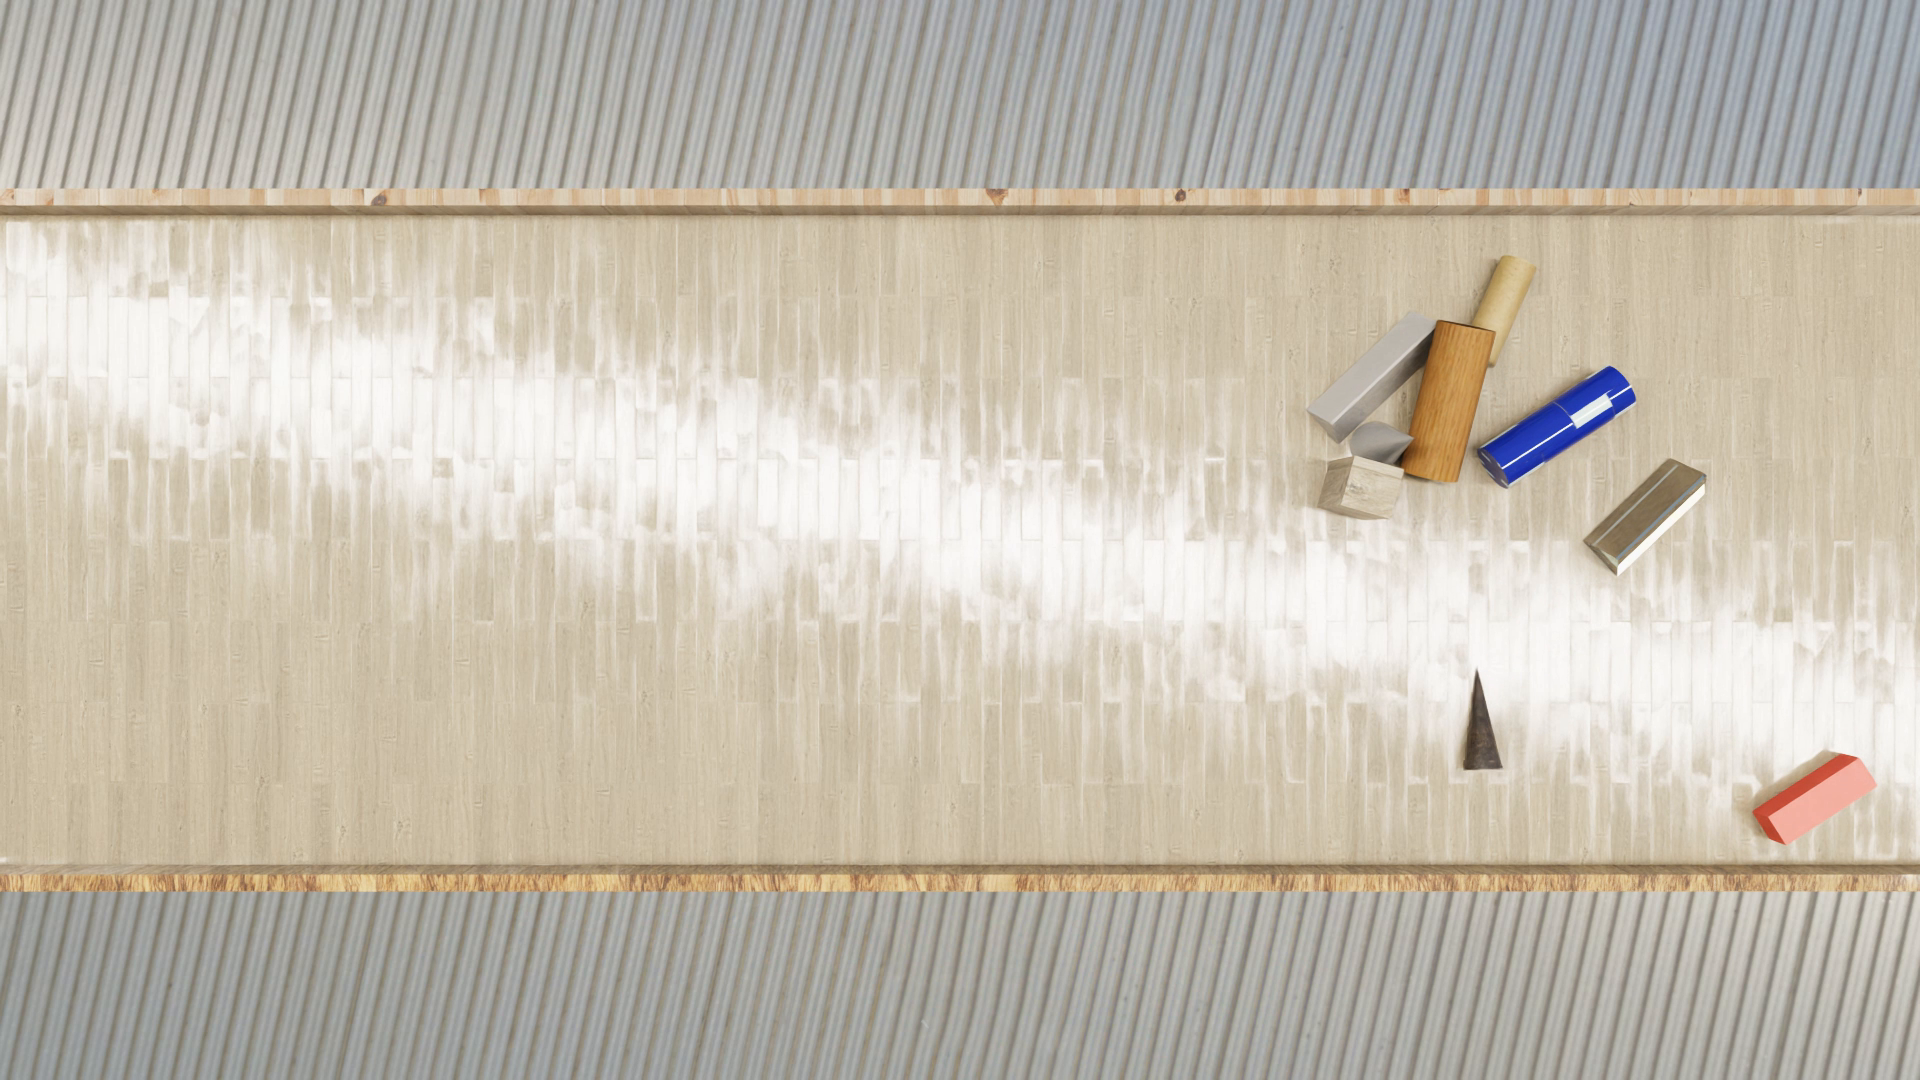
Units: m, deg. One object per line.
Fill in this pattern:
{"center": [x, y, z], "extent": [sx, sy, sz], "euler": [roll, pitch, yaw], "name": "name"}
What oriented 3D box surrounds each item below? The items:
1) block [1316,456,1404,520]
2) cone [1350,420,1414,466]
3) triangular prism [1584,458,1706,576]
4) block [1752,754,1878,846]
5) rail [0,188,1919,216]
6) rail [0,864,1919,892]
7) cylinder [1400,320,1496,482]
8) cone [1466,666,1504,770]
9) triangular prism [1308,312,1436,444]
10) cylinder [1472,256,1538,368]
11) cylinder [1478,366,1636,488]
{"center": [1.190, -0.152, 4.915], "extent": [0.148, 0.323, 0.148], "euler": [16, 90, 0], "name": "block"}
{"center": [1.277, -0.287, 4.850], "extent": [0.157, 0.451, 0.157], "euler": [0, 90, 0], "name": "cone"}
{"center": [2.102, -0.070, 5.008], "extent": [0.368, 0.130, 0.150], "euler": [-44, 90, 0], "name": "triangular prism"}
{"center": [2.603, 0.789, 5.025], "extent": [0.330, 0.102, 0.102], "euler": [-33, 90, 0], "name": "block"}
{"center": [-2.247, -1.025, 5.002], "extent": [12.000, 0.150, 0.050], "euler": [0, 90, 0], "name": "rail"}
{"center": [-2.247, 1.025, 5.001], "extent": [12.000, 0.150, 0.050], "euler": [0, 90, 0], "name": "rail"}
{"center": [1.460, -0.416, 4.941], "extent": [0.174, 0.174, 0.458], "euler": [11, 103, 0], "name": "cylinder"}
{"center": [1.593, 0.542, 5.049], "extent": [0.111, 0.111, 0.320], "euler": [-1, 80, 0], "name": "cone"}
{"center": [1.275, -0.500, 5.011], "extent": [0.444, 0.124, 0.144], "euler": [-43, 90, 0], "name": "triangular prism"}
{"center": [1.637, -0.695, 5.021], "extent": [0.112, 0.112, 0.323], "euler": [23, 90, 0], "name": "cylinder"}
{"center": [1.808, -0.342, 5.002], "extent": [0.457, 0.150, 0.150], "euler": [-33, 90, 0], "name": "cylinder"}
